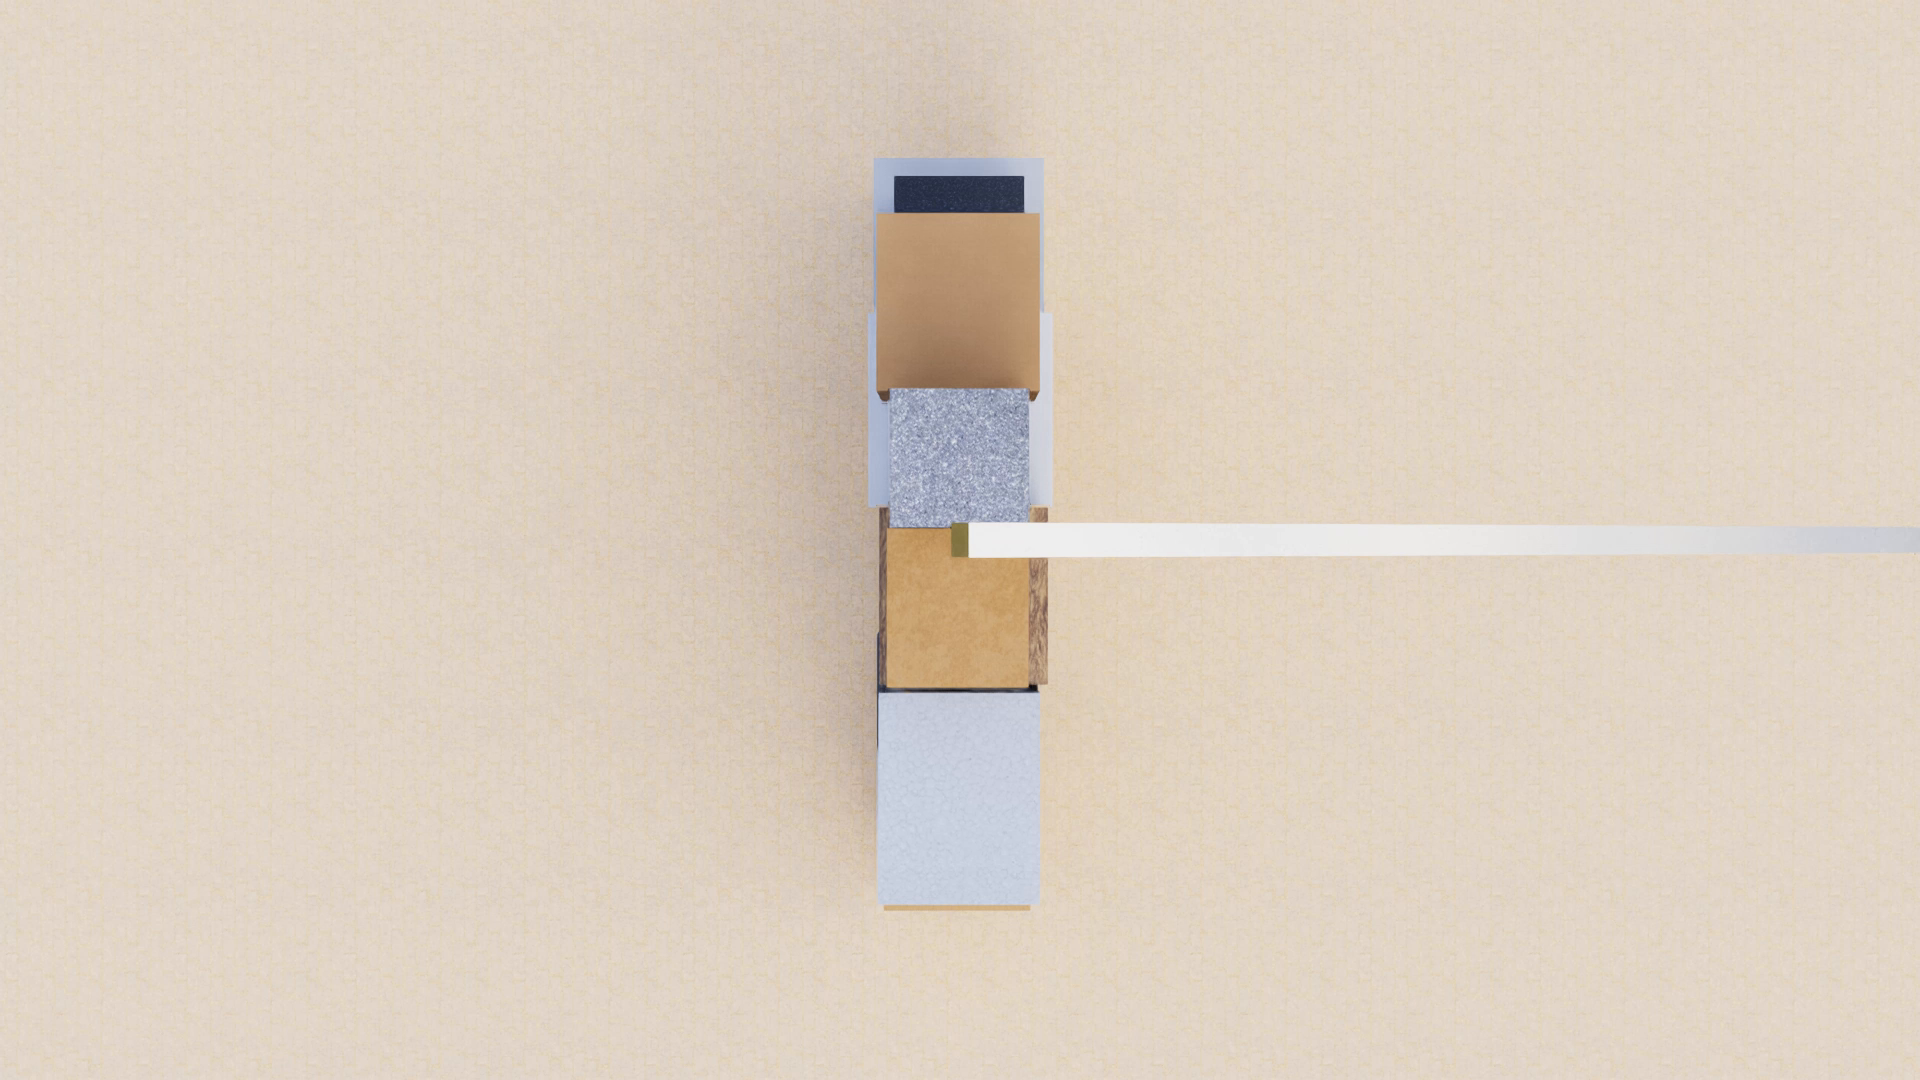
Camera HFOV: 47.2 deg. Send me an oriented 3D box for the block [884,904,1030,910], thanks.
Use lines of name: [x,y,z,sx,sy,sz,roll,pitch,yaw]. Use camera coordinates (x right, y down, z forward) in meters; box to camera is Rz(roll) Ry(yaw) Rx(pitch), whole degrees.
block: [-0.016,1.705,12.646,0.820,0.709,0.735,0,90,0]

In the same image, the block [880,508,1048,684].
block: [0.018,0.273,11.030,0.819,0.720,0.859,0,90,0]

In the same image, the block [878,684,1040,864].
block: [-0.004,1.130,10.959,0.772,0.864,0.817,0,91,0]

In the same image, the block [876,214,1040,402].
block: [-0.009,-1.101,10.571,0.757,0.786,0.823,0,90,0]

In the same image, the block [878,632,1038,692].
block: [-0.014,0.921,12.562,0.885,0.875,0.812,0,90,0]

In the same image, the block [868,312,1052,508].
block: [0.003,-0.668,11.465,0.921,0.961,0.972,0,92,0]

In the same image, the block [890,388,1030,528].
block: [-0.002,-0.364,10.118,0.621,0.682,0.619,0,90,0]

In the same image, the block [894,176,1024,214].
block: [-0.004,-1.523,11.585,0.668,0.682,0.679,0,90,0]

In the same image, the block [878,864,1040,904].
block: [-0.007,1.484,11.785,0.846,0.696,0.797,0,93,0]

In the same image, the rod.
rod: [2.234,0.000,6.388,5.200,0.080,0.080,0,90,-31]

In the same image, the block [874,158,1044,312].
block: [-0.007,-1.610,12.463,0.926,1.074,0.924,0,90,0]

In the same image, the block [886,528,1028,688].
block: [-0.010,0.311,10.361,0.648,0.618,0.729,0,90,0]
